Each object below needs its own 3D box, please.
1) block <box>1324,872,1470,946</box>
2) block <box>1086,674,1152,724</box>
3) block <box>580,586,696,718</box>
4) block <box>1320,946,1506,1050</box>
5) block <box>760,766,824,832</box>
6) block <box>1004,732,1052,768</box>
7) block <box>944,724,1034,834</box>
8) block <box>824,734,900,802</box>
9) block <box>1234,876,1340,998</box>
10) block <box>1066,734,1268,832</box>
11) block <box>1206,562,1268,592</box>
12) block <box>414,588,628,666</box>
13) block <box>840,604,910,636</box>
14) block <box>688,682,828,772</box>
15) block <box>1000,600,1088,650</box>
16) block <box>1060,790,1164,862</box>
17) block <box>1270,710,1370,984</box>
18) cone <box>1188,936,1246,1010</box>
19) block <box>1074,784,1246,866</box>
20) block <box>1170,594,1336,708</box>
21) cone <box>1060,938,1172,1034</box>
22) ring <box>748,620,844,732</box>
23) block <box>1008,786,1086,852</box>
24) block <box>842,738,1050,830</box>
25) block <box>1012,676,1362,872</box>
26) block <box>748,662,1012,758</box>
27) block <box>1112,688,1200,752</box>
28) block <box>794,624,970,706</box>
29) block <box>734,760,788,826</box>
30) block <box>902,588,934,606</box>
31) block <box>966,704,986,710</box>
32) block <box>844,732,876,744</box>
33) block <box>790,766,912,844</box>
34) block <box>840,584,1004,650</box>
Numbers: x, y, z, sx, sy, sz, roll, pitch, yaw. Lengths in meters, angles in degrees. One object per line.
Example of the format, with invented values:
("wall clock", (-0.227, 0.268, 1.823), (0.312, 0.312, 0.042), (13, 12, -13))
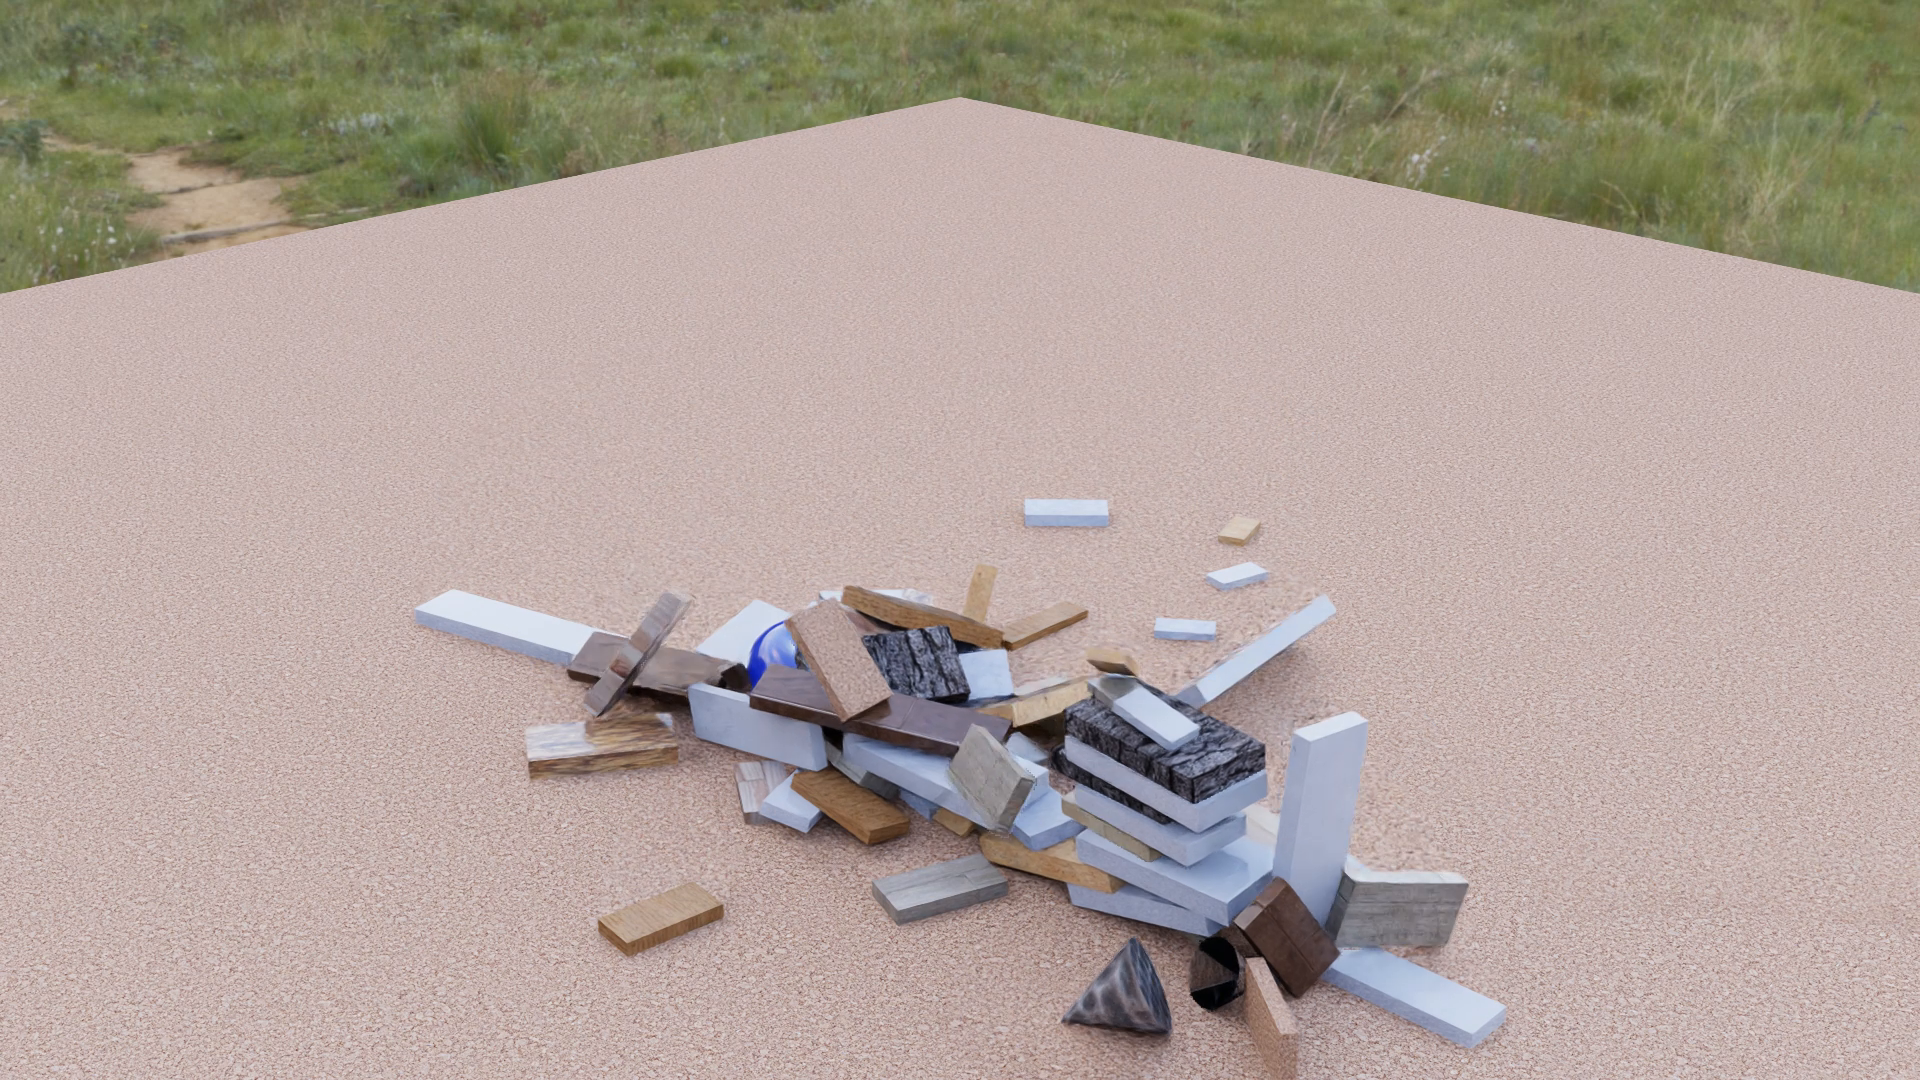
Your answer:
("block", (0.783, 0.663, 3.947), (0.262, 0.131, 0.037), (5, 20, -29))
("block", (0.300, 0.284, 4.010), (0.073, 0.021, 0.146), (-16, 28, -23))
("block", (-0.699, 0.242, 4.784), (0.044, 0.310, 0.155), (37, 3, 2))
("block", (0.789, 0.791, 3.856), (0.315, 0.031, 0.111), (20, 30, 39))
("block", (-0.315, 0.520, 4.432), (0.103, 0.029, 0.207), (21, 20, 12))
("block", (0.134, 0.449, 4.678), (0.066, 0.019, 0.132), (-14, 27, -29))
("block", (0.055, 0.451, 4.164), (0.033, 0.116, 0.232), (22, 10, -30))
("block", (-0.230, 0.460, 4.539), (0.223, 0.032, 0.112), (31, -2, 45))
("block", (0.569, 0.691, 3.817), (0.111, 0.222, 0.031), (-44, 35, -9))
("block", (0.367, 0.404, 3.942), (0.171, 0.049, 0.343), (-22, 31, -33))
("block", (0.695, 0.091, 5.520), (0.142, 0.020, 0.071), (-14, 27, -30))
("block", (-0.930, 0.239, 5.149), (0.801, 0.038, 0.135), (13, 26, 28))
("block", (-0.157, 0.222, 4.763), (0.269, 0.038, 0.135), (19, 23, -18))
("block", (-0.427, 0.387, 4.593), (0.033, 0.115, 0.427), (-20, 18, -38))
("block", (0.189, 0.204, 5.253), (0.265, 0.021, 0.074), (-21, 31, -40))
("block", (0.310, 0.507, 4.038), (0.120, 0.034, 0.239), (-24, 31, -31))
("block", (0.616, 0.541, 3.850), (0.146, 0.488, 0.041), (-14, 29, -36))
("cone", (0.491, 0.771, 3.872), (0.127, 0.127, 0.127), (17, 11, -34))
("block", (0.360, 0.487, 3.974), (0.146, 0.041, 0.292), (-22, 30, -33))
("block", (0.636, 0.270, 4.938), (0.167, 0.047, 0.577), (-35, -5, 42))
("cone", (0.250, 0.798, 3.782), (0.172, 0.172, 0.172), (-24, 20, 11))
("ring", (-0.269, 0.293, 4.853), (0.404, 0.135, 0.404), (9, 23, -4))
("block", (0.147, 0.531, 4.272), (0.120, 0.034, 0.239), (-20, 18, -16))
("block", (-0.031, 0.446, 4.378), (0.404, 0.049, 0.171), (21, 36, 39))
("block", (0.432, 0.492, 4.463), (0.131, 0.037, 0.999), (-14, 26, -30))
("block", (-0.160, 0.349, 4.405), (0.518, 0.033, 0.116), (13, 35, 13))
("block", (0.347, 0.317, 3.903), (0.073, 0.021, 0.146), (-24, 42, -35))
("block", (-0.162, 0.282, 4.599), (0.335, 0.047, 0.167), (-7, 58, -21))
("block", (-0.401, 0.516, 4.508), (0.104, 0.029, 0.207), (-5, 23, -11))
("block", (-0.108, 0.164, 5.244), (0.074, 0.021, 0.148), (11, 24, 1))
("block", (-0.017, 0.408, 4.620), (0.112, 0.032, 0.367), (4, 30, 6))
("block", (-0.163, 0.378, 4.453), (0.146, 0.021, 0.073), (-5, 27, -2))
("block", (-0.219, 0.528, 4.398), (0.230, 0.033, 0.115), (31, 24, 35))
("block", (-0.080, 0.176, 4.953), (0.155, 0.044, 0.448), (20, 1, 32))
